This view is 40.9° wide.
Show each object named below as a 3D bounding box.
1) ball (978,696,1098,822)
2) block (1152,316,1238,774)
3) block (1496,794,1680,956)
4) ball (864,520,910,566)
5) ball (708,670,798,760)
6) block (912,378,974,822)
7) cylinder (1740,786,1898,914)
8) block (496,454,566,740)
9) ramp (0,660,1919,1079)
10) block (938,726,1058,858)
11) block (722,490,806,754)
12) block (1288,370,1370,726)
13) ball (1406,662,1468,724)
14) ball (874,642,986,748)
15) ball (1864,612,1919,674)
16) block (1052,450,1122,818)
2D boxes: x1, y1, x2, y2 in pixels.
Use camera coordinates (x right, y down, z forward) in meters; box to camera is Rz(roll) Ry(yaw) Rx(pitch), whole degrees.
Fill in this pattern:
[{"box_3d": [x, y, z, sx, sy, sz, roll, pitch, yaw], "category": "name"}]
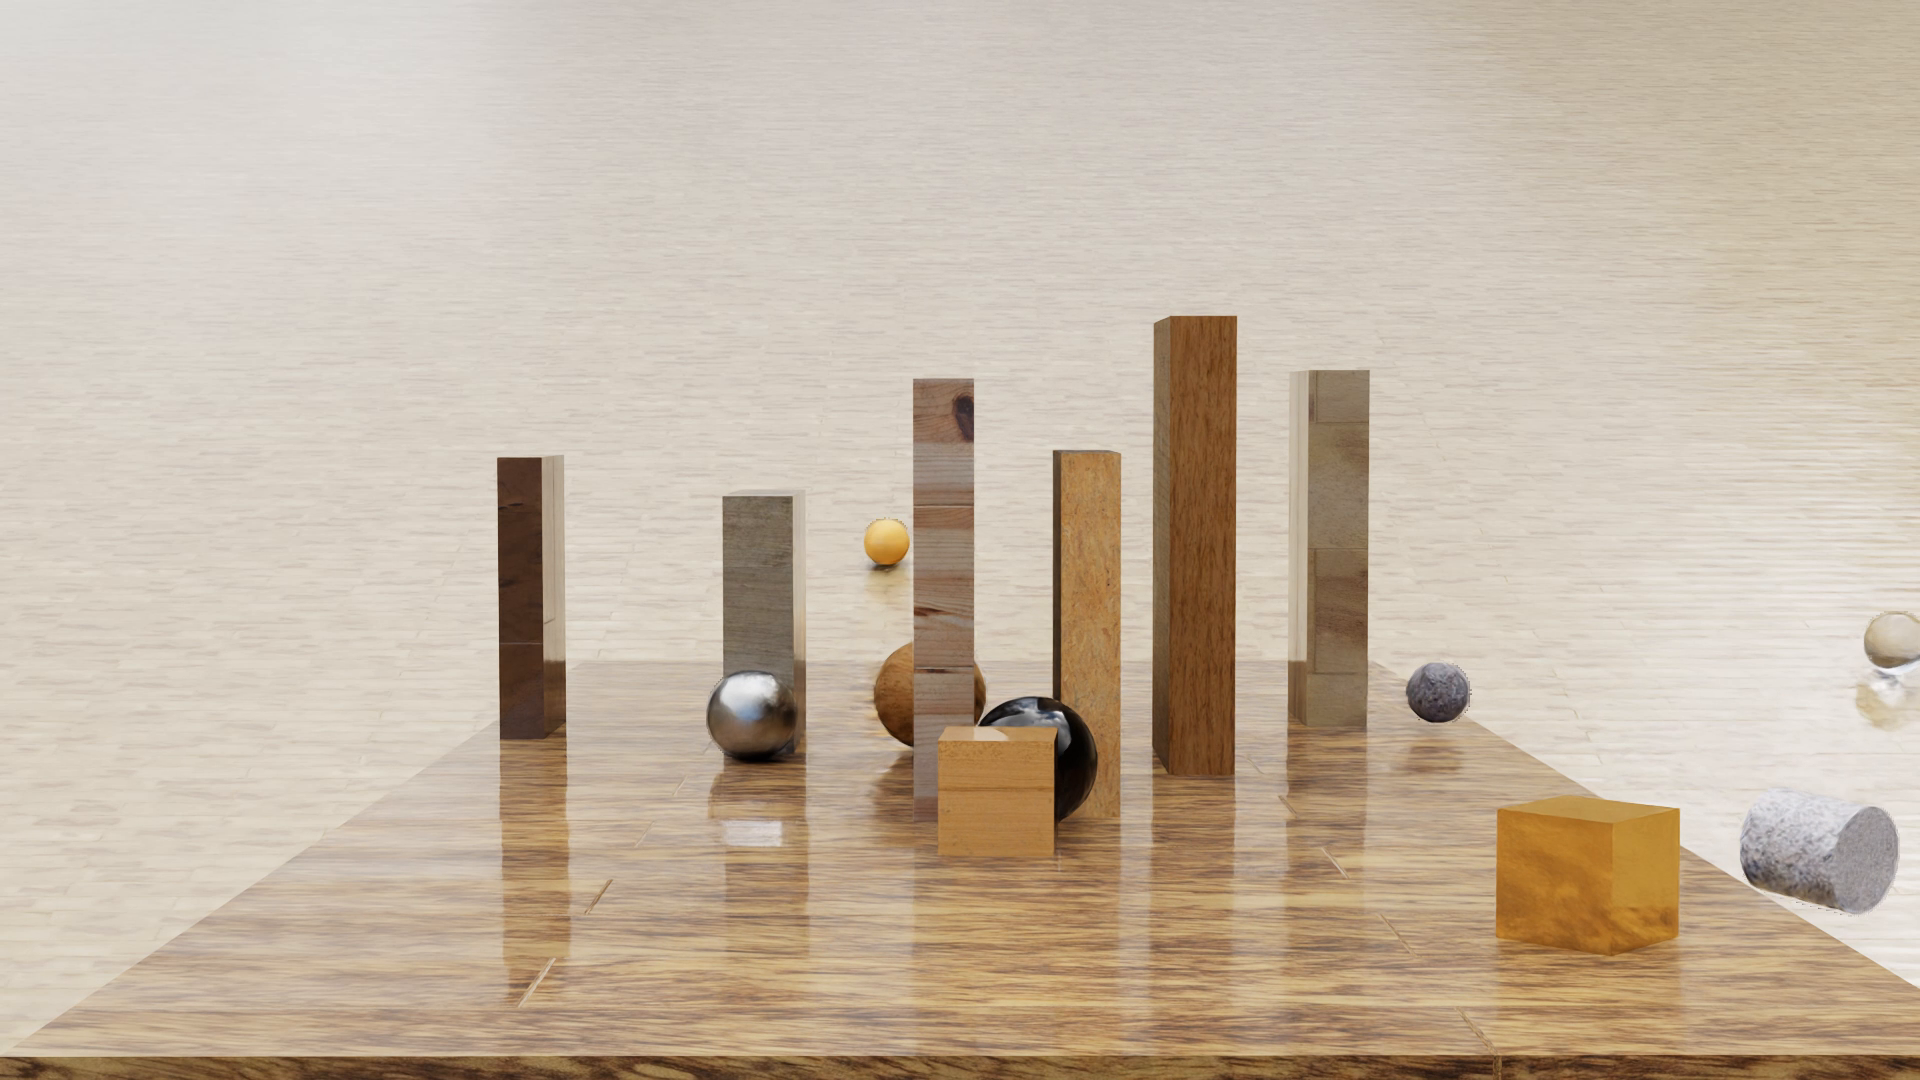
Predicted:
[{"box_3d": [0.110, 0.337, 3.918, 0.200, 0.200, 0.200, 0, 22, 0], "category": "ball"}, {"box_3d": [0.421, 0.001, 4.646, 0.115, 0.797, 0.378, 0, 3, 0], "category": "block"}, {"box_3d": [0.756, 0.401, 3.096, 0.156, 0.156, 0.156, 3, 4, 44], "category": "block"}, {"box_3d": [-0.210, 0.007, 7.353, 0.131, 0.131, 0.131, 0, 22, 0], "category": "ball"}, {"box_3d": [-0.377, 0.317, 4.668, 0.164, 0.164, 0.164, 0, 22, 0], "category": "ball"}, {"box_3d": [-0.025, 0.083, 4.160, 0.094, 0.683, 0.414, 0, 3, 0], "category": "block"}, {"box_3d": [1.278, 0.461, 3.827, 0.160, 0.160, 0.160, -15, 15, -33], "category": "cylinder"}, {"box_3d": [-0.846, 0.106, 5.092, 0.086, 0.544, 0.283, 0, 3, 0], "category": "block"}, {"box_3d": [0.050, 0.456, 4.533, 2.000, 0.100, 4.000, 0, 3, 0], "category": "ramp"}, {"box_3d": [0.057, 0.364, 3.738, 0.165, 0.165, 0.165, 0, 3, 4], "category": "block"}, {"box_3d": [-0.373, 0.147, 4.939, 0.130, 0.477, 0.395, 0, 3, 0], "category": "block"}, {"box_3d": [0.754, 0.011, 5.277, 0.122, 0.713, 0.289, 0, 3, 0], "category": "block"}, {"box_3d": [0.950, 0.304, 5.112, 0.123, 0.123, 0.123, 0, 22, 0], "category": "ball"}, {"box_3d": [-0.056, 0.288, 4.799, 0.209, 0.209, 0.209, 0, 22, 0], "category": "ball"}, {"box_3d": [2.424, 0.268, 6.657, 0.162, 0.162, 0.162, 0, 22, 0], "category": "ball"}, {"box_3d": [0.203, 0.140, 4.172, 0.093, 0.568, 0.349, 0, 3, 0], "category": "block"}]
